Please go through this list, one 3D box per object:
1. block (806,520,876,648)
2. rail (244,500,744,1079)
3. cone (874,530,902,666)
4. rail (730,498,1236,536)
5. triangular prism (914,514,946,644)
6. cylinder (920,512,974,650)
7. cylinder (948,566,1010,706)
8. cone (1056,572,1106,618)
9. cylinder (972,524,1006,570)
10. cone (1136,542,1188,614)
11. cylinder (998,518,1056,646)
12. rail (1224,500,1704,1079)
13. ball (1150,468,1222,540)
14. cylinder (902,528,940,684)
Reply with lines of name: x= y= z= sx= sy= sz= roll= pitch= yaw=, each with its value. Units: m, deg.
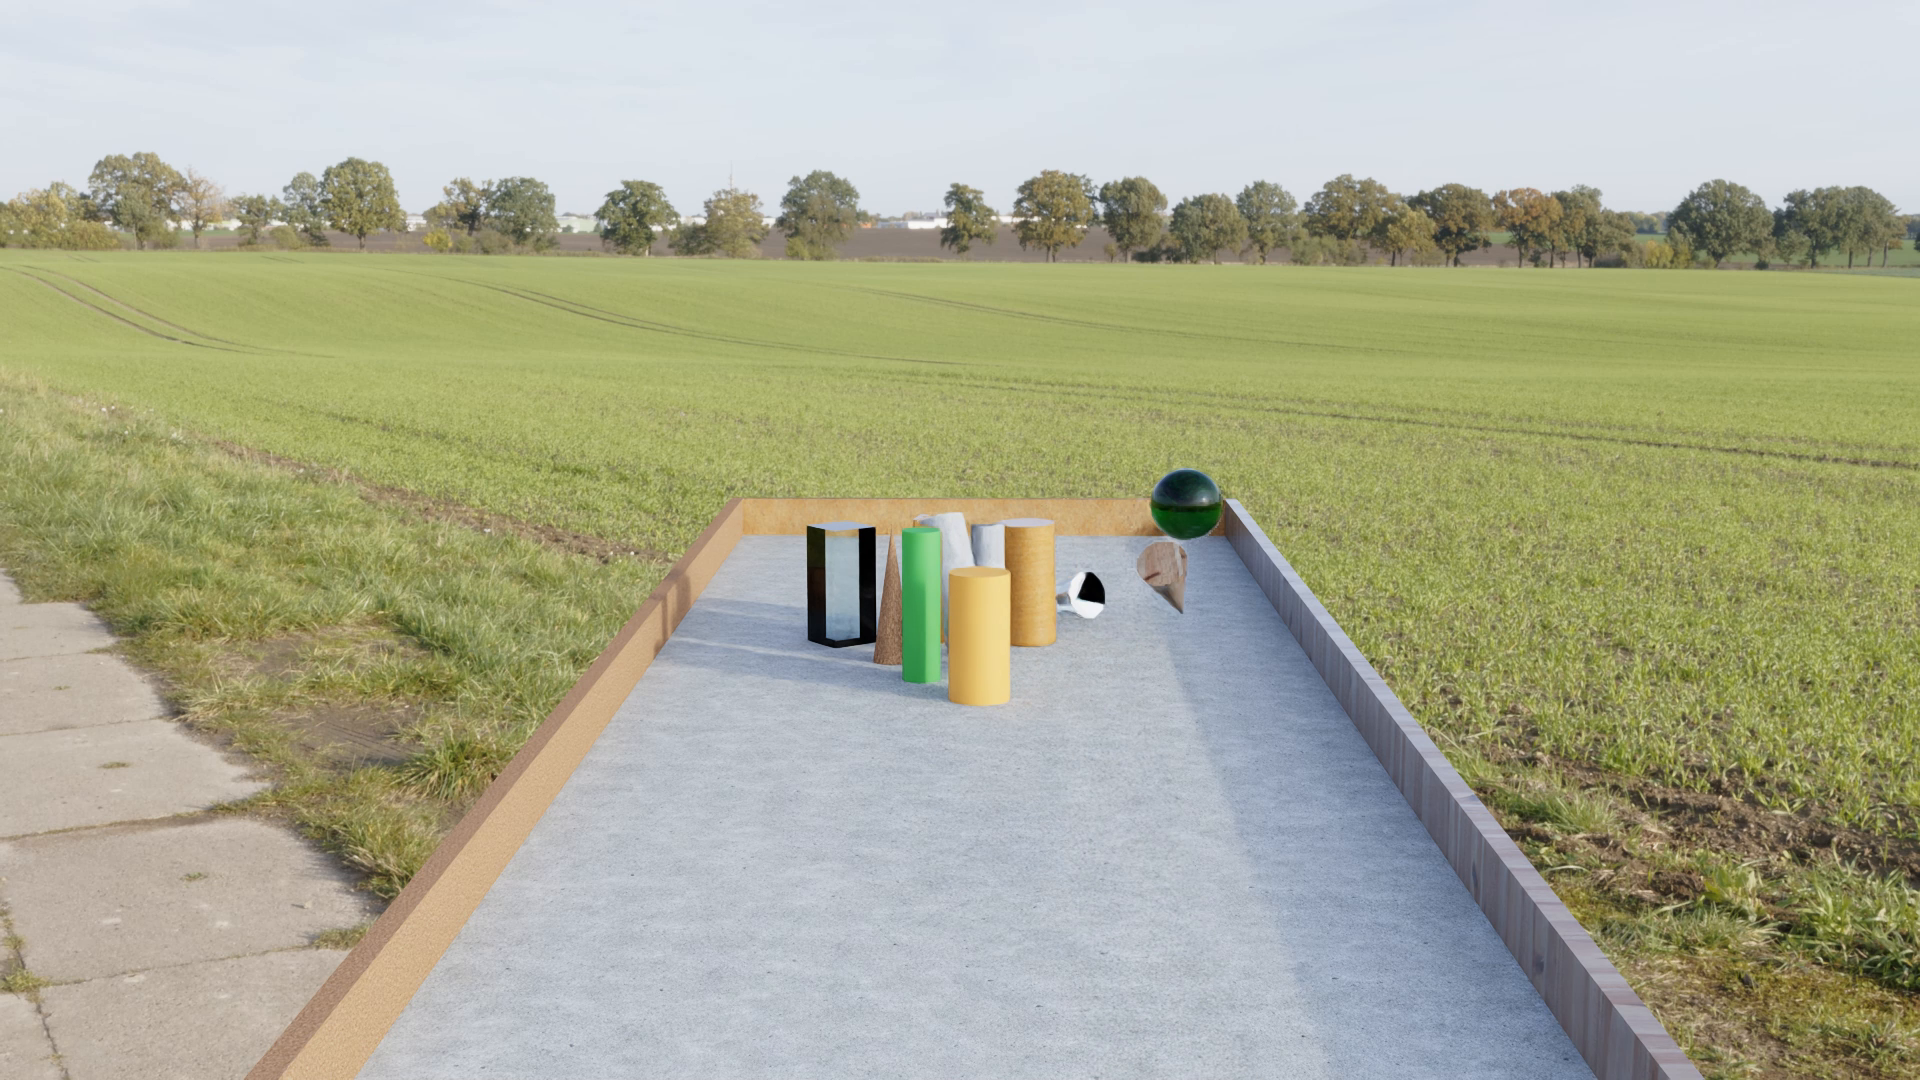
block: x=-0.374 y=0.139 z=6.949 sx=0.157 sy=0.371 sz=0.157 roll=-7 pitch=11 yaw=-37
rail: x=-1.004 y=0.839 z=3.234 sx=0.050 sy=0.150 sz=12.000 roll=0 pitch=9 yaw=1
cone: x=-0.205 y=0.158 z=6.655 sx=0.118 sy=0.425 sz=0.118 roll=0 pitch=9 yaw=0
rail: x=0.099 y=-0.098 z=9.147 sx=2.100 sy=0.150 sz=0.050 roll=0 pitch=9 yaw=1
triangular prism: x=-0.104 y=0.123 z=6.961 sx=0.124 sy=0.399 sz=0.107 roll=-3 pitch=10 yaw=-19
cylinder: x=-0.009 y=0.150 z=6.584 sx=0.136 sy=0.445 sz=0.136 roll=-12 pitch=-10 yaw=-2
cylinder: x=0.054 y=0.268 z=6.162 sx=0.173 sy=0.362 sz=0.173 roll=0 pitch=9 yaw=0
cone: x=0.278 y=0.207 z=7.344 sx=0.154 sy=0.154 sz=0.446 roll=-7 pitch=-3 yaw=-39
cylinder: x=0.089 y=0.155 z=6.713 sx=0.101 sy=0.405 sz=0.101 roll=-1 pitch=4 yaw=0
cone: x=0.703 y=0.164 z=7.273 sx=0.167 sy=0.167 sz=0.345 roll=3 pitch=-30 yaw=21
cylinder: x=0.213 y=0.133 z=6.946 sx=0.180 sy=0.380 sz=0.180 roll=-1 pitch=9 yaw=0
rail: x=1.046 y=0.843 z=3.208 sx=0.050 sy=0.150 sz=12.000 roll=0 pitch=9 yaw=1
ball: x=0.750 y=-0.118 z=7.294 sx=0.239 sy=0.239 sz=0.239 roll=0 pitch=9 yaw=0
cylinder: x=-0.113 y=0.189 z=6.407 sx=0.112 sy=0.442 sz=0.112 roll=0 pitch=9 yaw=0
